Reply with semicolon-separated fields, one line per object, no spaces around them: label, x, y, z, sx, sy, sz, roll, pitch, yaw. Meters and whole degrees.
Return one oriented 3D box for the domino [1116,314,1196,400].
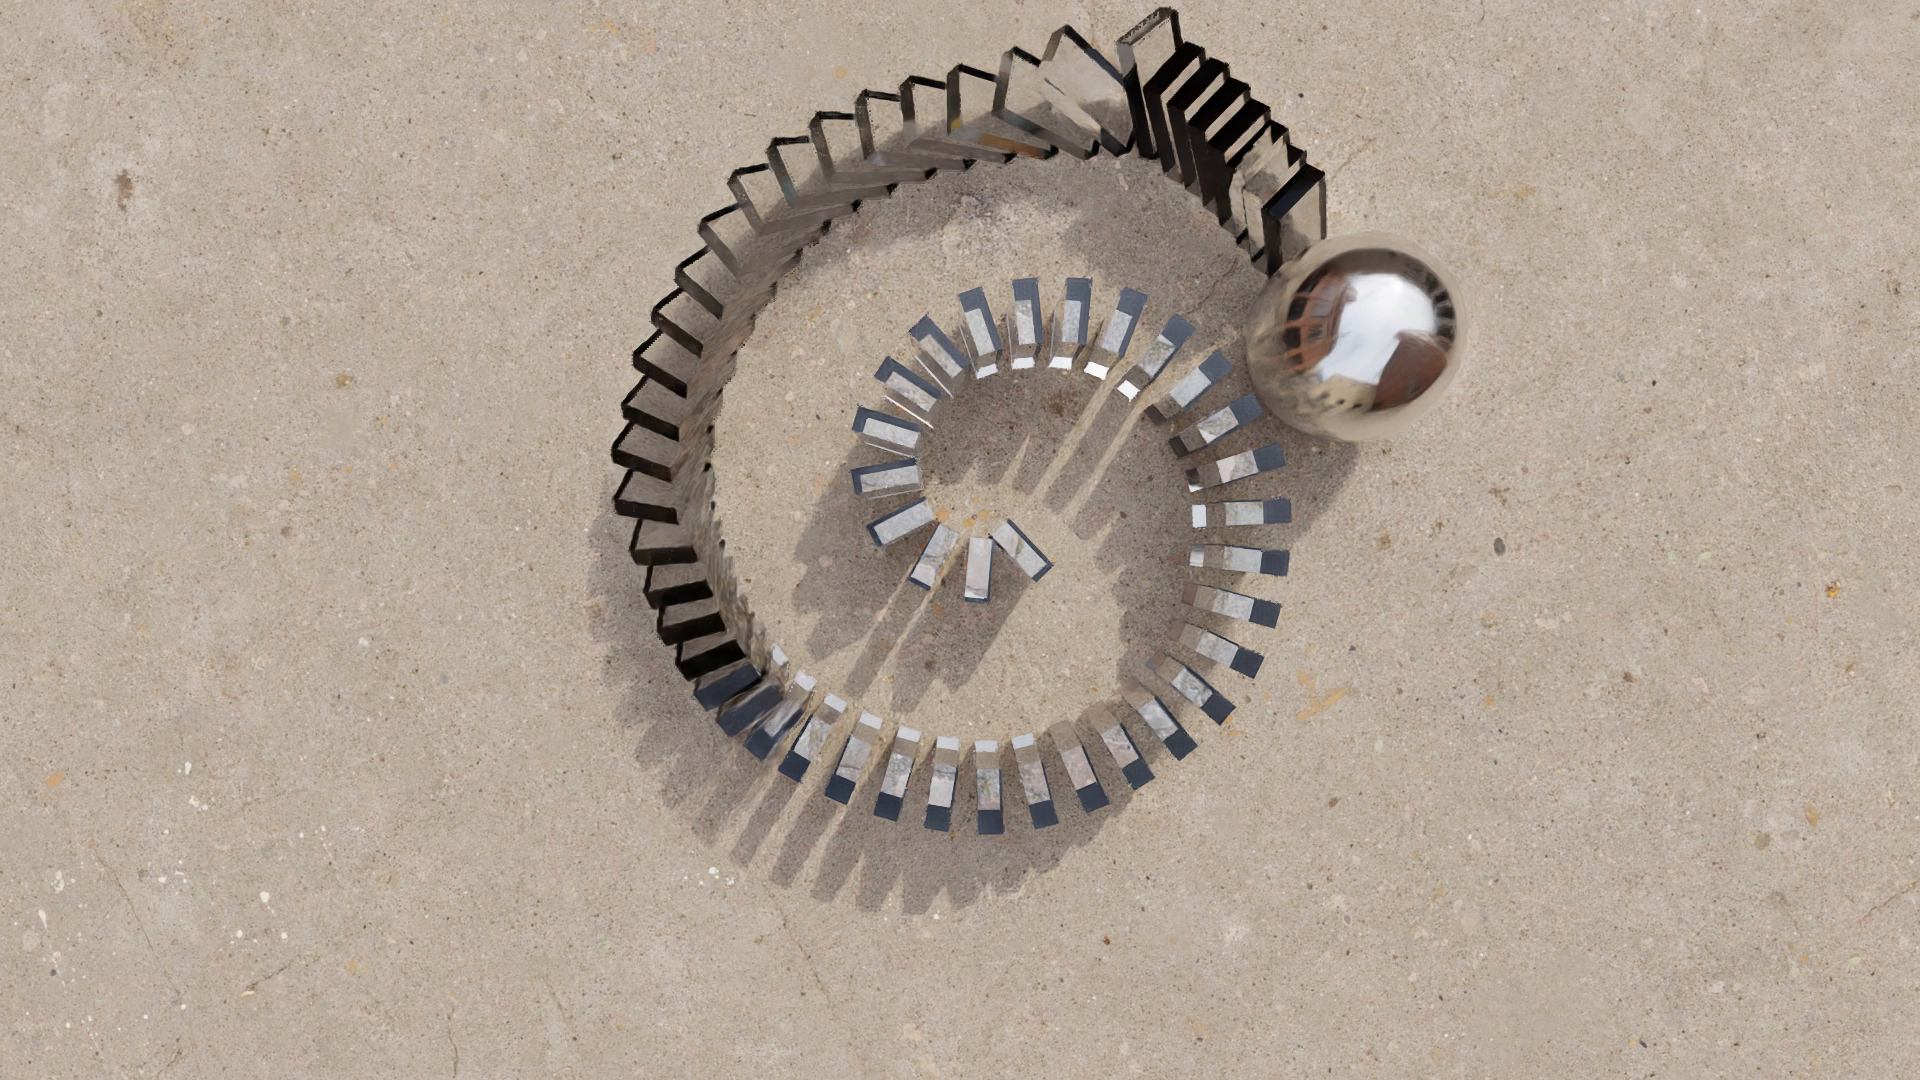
domino;0.079;-0.074;0.375;0.010;0.050;0.025;39;90;0

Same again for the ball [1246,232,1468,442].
ball;0.154;-0.079;0.360;0.080;0.080;0.080;0;90;0

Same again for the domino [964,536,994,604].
domino;0.008;0.012;0.375;0.009;0.050;0.025;5;90;0

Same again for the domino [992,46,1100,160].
domino;0.038;-0.181;0.383;0.050;0.010;0.025;11;89;-32

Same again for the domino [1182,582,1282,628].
domino;0.110;0.026;0.375;0.025;0.050;0.010;15;90;0

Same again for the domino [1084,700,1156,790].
domino;0.064;0.083;0.375;0.010;0.050;0.025;-31;90;0

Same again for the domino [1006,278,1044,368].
domino;0.026;-0.088;0.375;0.009;0.050;0.025;-6;90;0

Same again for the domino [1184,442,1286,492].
domino;0.111;-0.029;0.375;0.025;0.050;0.009;-17;90;0

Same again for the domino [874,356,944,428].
domino;-0.020;-0.060;0.375;0.025;0.050;0.010;33;90;0

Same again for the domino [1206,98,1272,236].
domino;0.116;-0.152;0.376;0.025;0.050;0.010;-45;60;0

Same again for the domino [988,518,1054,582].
domino;0.024;0.004;0.375;0.009;0.050;0.025;-44;90;0

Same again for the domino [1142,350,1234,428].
domino;0.092;-0.061;0.375;0.025;0.050;0.009;-42;90;0

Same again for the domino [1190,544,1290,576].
domino;0.113;0.008;0.375;0.025;0.050;0.010;7;90;0

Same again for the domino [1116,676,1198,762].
domino;0.080;0.072;0.375;0.010;0.050;0.025;-39;90;0

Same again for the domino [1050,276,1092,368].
domino;0.045;-0.088;0.375;0.009;0.050;0.025;5;90;0

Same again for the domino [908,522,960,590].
domino;-0.010;0.006;0.375;0.010;0.050;0.025;28;90;0

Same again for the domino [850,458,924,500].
domino;-0.029;-0.025;0.375;0.025;0.050;0.010;-10;90;0

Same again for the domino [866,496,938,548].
domino;-0.023;-0.007;0.375;0.025;0.050;0.009;-27;90;0

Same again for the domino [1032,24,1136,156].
domino;0.055;-0.186;0.381;0.050;0.009;0.025;25;82;-31

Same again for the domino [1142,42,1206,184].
domino;0.092;-0.174;0.376;0.025;0.050;0.009;-47;60;0

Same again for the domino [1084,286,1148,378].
domino;0.063;-0.084;0.375;0.009;0.050;0.025;21;90;0

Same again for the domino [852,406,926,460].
domino;-0.028;-0.043;0.375;0.025;0.050;0.009;17;90;0

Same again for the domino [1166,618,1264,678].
domino;0.103;0.044;0.375;0.025;0.050;0.010;26;90;0

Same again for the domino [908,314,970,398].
domino;-0.008;-0.074;0.375;0.010;0.050;0.025;-42;90;0

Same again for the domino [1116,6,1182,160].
domino;0.081;-0.186;0.376;0.025;0.050;0.009;-42;49;-10

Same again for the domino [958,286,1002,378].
domino;0.008;-0.084;0.375;0.010;0.050;0.025;-19;90;0

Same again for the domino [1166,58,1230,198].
domino;0.101;-0.168;0.376;0.025;0.050;0.010;-47;60;0

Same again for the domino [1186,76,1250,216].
domino;0.109;-0.160;0.376;0.025;0.050;0.009;-46;60;0

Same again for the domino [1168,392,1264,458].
domino;0.103;-0.046;0.375;0.025;0.050;0.010;-31;90;0

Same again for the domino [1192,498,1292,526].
domino;0.114;-0.011;0.375;0.025;0.050;0.009;-2;90;0

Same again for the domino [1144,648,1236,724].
domino;0.093;0.059;0.375;0.025;0.050;0.010;41;90;0
